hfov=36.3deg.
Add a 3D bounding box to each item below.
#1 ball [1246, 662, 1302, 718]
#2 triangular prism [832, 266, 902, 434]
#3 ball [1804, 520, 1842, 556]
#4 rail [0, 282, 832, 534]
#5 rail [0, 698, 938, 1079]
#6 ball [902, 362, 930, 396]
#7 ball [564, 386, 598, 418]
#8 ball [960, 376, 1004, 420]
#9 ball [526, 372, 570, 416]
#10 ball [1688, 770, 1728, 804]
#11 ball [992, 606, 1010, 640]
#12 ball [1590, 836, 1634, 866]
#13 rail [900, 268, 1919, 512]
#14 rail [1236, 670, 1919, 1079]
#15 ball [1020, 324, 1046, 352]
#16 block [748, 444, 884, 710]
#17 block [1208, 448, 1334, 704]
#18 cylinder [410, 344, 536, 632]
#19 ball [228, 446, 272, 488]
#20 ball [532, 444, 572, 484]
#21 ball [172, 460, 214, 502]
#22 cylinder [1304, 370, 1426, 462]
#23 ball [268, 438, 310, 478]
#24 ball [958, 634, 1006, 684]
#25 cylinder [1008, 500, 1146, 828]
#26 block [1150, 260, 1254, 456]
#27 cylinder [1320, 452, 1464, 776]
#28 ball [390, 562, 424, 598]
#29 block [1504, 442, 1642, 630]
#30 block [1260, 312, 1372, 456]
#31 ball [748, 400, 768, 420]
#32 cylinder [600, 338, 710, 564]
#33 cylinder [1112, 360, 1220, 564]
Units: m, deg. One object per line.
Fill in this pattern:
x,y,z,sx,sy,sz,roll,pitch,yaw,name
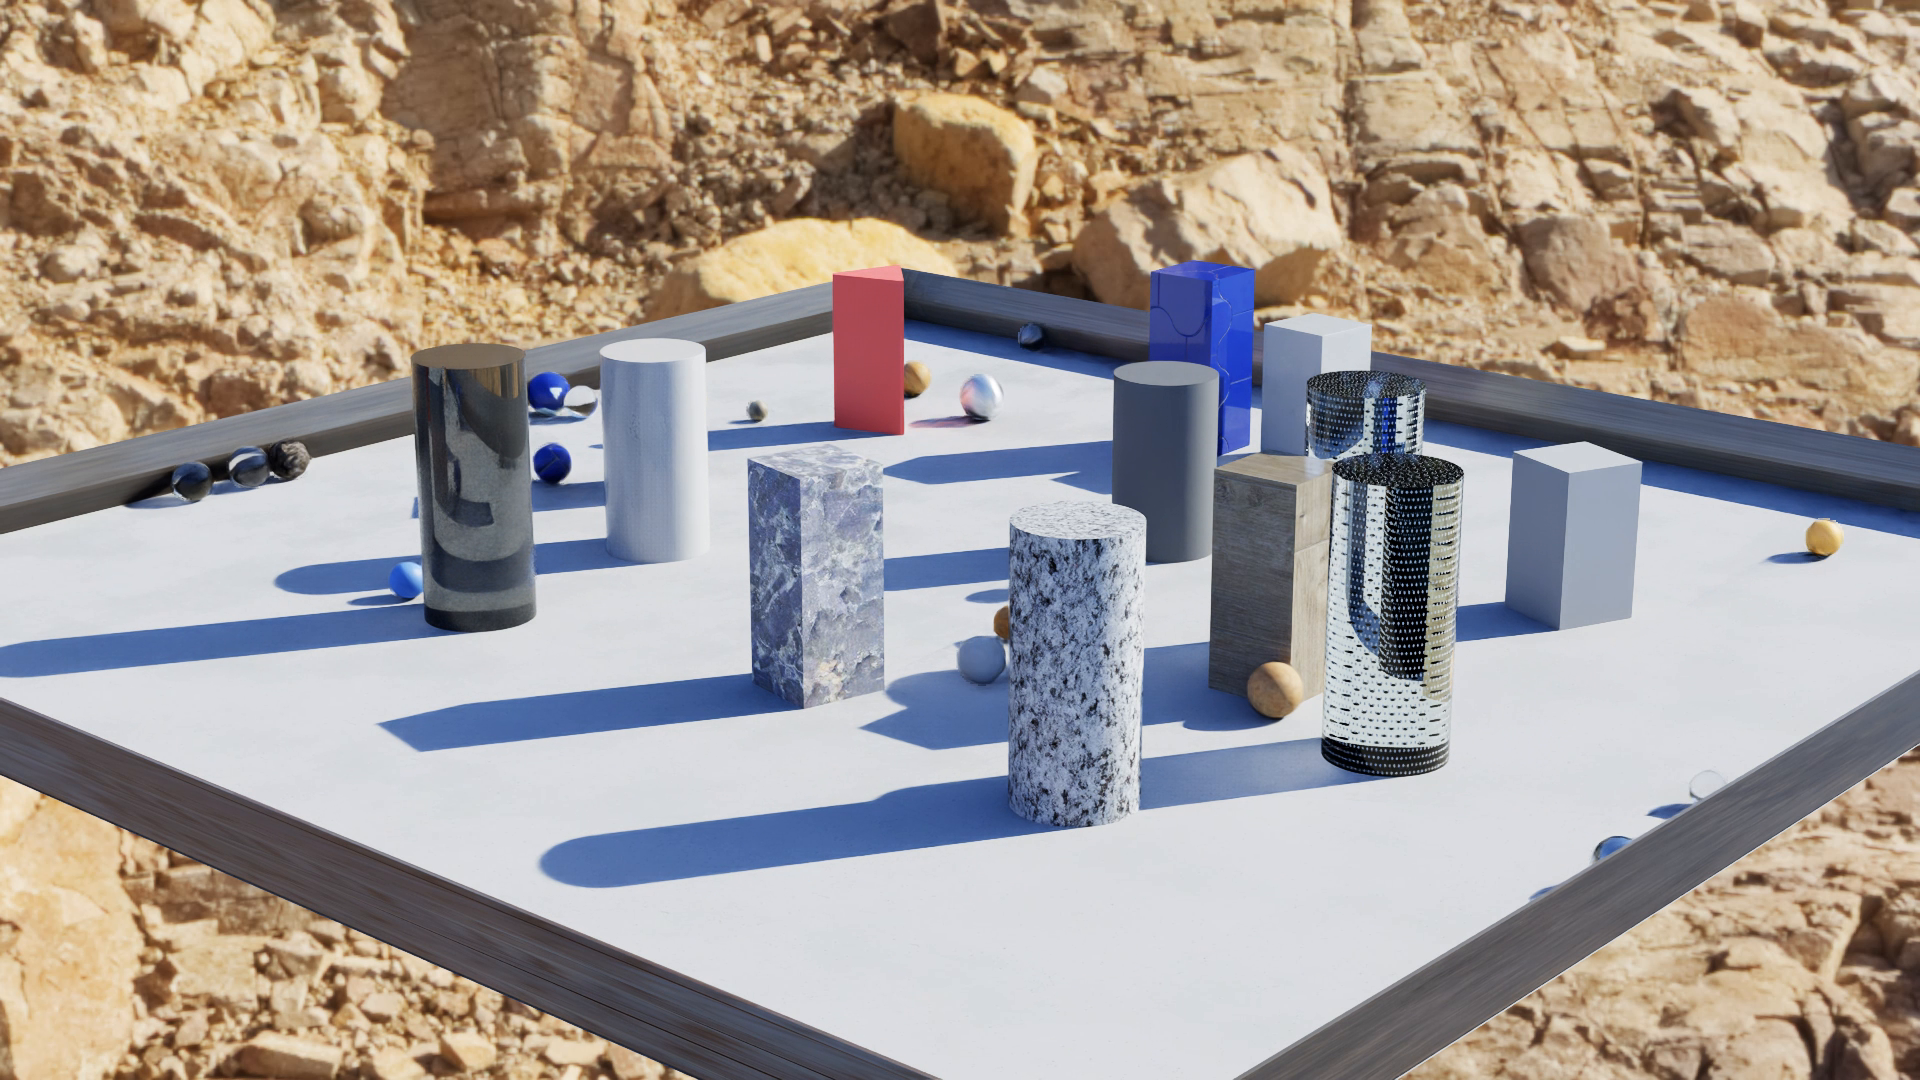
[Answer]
0.485,0.231,4.525,0.087,0.087,0.087,0,17,0,ball
-0.163,-0.408,6.220,0.165,0.331,0.143,8,19,25,triangular prism
1.572,-0.003,5.338,0.065,0.065,0.065,0,17,0,ball
-1.179,-0.265,6.100,0.045,0.124,3.170,14,22,39,rail
-1.024,0.372,3.992,3.169,0.124,0.045,14,22,39,rail
-0.102,-0.358,6.494,0.076,0.076,0.076,0,17,0,ball
-0.814,-0.296,6.295,0.072,0.072,0.072,0,17,0,ball
0.048,-0.304,6.282,0.095,0.095,0.095,0,17,0,ball
-0.888,-0.317,6.326,0.094,0.094,0.094,0,17,0,ball
1.065,0.355,4.171,0.055,0.055,0.055,0,17,0,ball
0.084,0.138,4.883,0.058,0.058,0.058,0,17,0,ball
0.874,0.429,3.890,0.075,0.075,0.075,0,17,0,ball
1.024,-0.310,6.249,3.169,0.124,0.045,14,22,39,rail
1.179,0.327,4.141,0.045,0.124,3.170,14,22,39,rail
0.173,-0.477,6.909,0.063,0.063,0.063,0,17,0,ball
-0.226,0.055,4.615,0.152,0.371,0.152,-12,20,-34,block
0.502,0.059,4.620,0.152,0.362,0.152,13,21,37,block
-0.820,-0.089,4.952,0.190,0.454,0.190,0,17,0,cylinder
-1.400,-0.145,5.774,0.084,0.084,0.084,0,17,0,ball
-0.806,-0.151,5.806,0.078,0.078,0.078,0,17,0,ball
-1.488,-0.115,5.684,0.078,0.078,0.078,0,17,0,ball
0.656,-0.038,4.798,0.190,0.445,0.190,0,17,0,cylinder
-1.337,-0.162,5.837,0.081,0.081,0.081,0,17,0,ball
0.035,0.190,4.677,0.078,0.078,0.078,0,17,0,ball
0.164,0.173,4.138,0.190,0.421,0.190,0,17,0,cylinder
0.495,-0.372,6.028,0.152,0.371,0.152,13,21,37,block
0.635,0.109,4.319,0.190,0.440,0.190,0,17,0,cylinder
-0.960,0.070,5.099,0.064,0.064,0.064,0,17,0,ball
1.043,-0.009,4.993,0.152,0.275,0.152,-8,19,-25,block
0.719,-0.297,5.930,0.152,0.285,0.152,-15,22,-41,block
-0.432,-0.277,6.282,0.044,0.044,0.044,0,17,0,ball
-0.554,-0.164,5.339,0.190,0.372,0.190,0,17,0,cylinder
0.373,-0.144,5.345,0.190,0.330,0.190,0,17,0,cylinder
